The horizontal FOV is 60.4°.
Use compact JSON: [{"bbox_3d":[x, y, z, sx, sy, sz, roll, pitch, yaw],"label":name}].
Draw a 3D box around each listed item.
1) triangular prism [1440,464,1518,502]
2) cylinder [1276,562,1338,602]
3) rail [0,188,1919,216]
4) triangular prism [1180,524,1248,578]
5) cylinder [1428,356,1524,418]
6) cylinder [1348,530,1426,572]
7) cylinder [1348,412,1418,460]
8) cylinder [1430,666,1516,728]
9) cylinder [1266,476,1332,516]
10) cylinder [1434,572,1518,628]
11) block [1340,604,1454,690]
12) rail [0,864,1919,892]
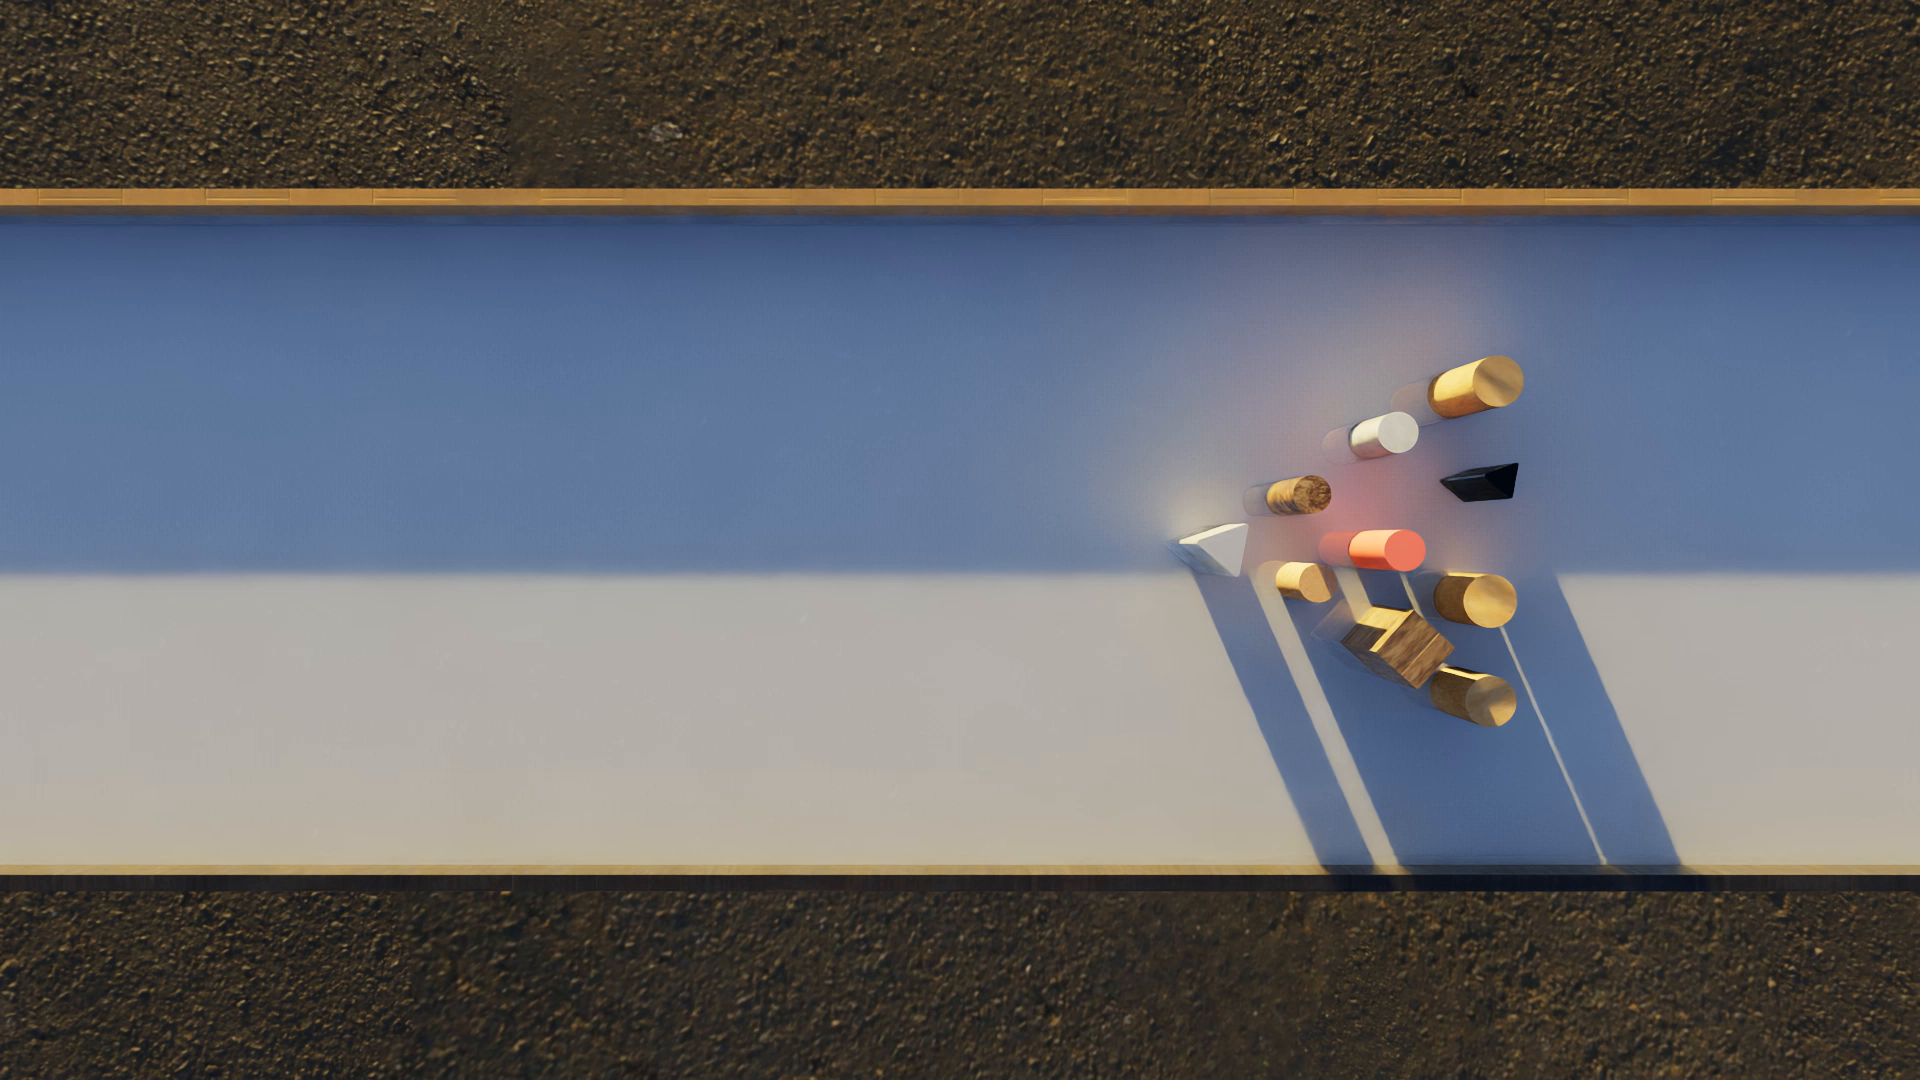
[{"bbox_3d":[1.544,-0.183,4.862,0.102,0.430,0.088,40,90,0],"label":"triangular prism"},{"bbox_3d":[1.027,0.124,4.902,0.112,0.348,0.112,0,90,0],"label":"cylinder"},{"bbox_3d":[-2.247,-1.025,5.002,12.000,0.150,0.050,0,90,0],"label":"rail"},{"bbox_3d":[0.775,0.005,4.883,0.153,0.387,0.133,41,90,0],"label":"triangular prism"},{"bbox_3d":[1.511,-0.447,4.853,0.145,0.446,0.145,0,90,0],"label":"cylinder"},{"bbox_3d":[1.254,0.030,4.862,0.117,0.429,0.117,0,90,0],"label":"cylinder"},{"bbox_3d":[1.253,-0.308,4.896,0.118,0.361,0.118,0,90,0],"label":"cylinder"},{"bbox_3d":[1.520,0.463,4.899,0.148,0.354,0.148,0,90,0],"label":"cylinder"},{"bbox_3d":[0.995,-0.129,4.868,0.109,0.417,0.109,0,90,0],"label":"cylinder"},{"bbox_3d":[1.534,0.177,4.923,0.155,0.307,0.155,0,90,0],"label":"cylinder"},{"bbox_3d":[1.281,0.309,4.857,0.158,0.440,0.158,42,90,0],"label":"block"},{"bbox_3d":[-2.247,1.025,5.001,12.000,0.150,0.050,0,90,0],"label":"rail"}]
